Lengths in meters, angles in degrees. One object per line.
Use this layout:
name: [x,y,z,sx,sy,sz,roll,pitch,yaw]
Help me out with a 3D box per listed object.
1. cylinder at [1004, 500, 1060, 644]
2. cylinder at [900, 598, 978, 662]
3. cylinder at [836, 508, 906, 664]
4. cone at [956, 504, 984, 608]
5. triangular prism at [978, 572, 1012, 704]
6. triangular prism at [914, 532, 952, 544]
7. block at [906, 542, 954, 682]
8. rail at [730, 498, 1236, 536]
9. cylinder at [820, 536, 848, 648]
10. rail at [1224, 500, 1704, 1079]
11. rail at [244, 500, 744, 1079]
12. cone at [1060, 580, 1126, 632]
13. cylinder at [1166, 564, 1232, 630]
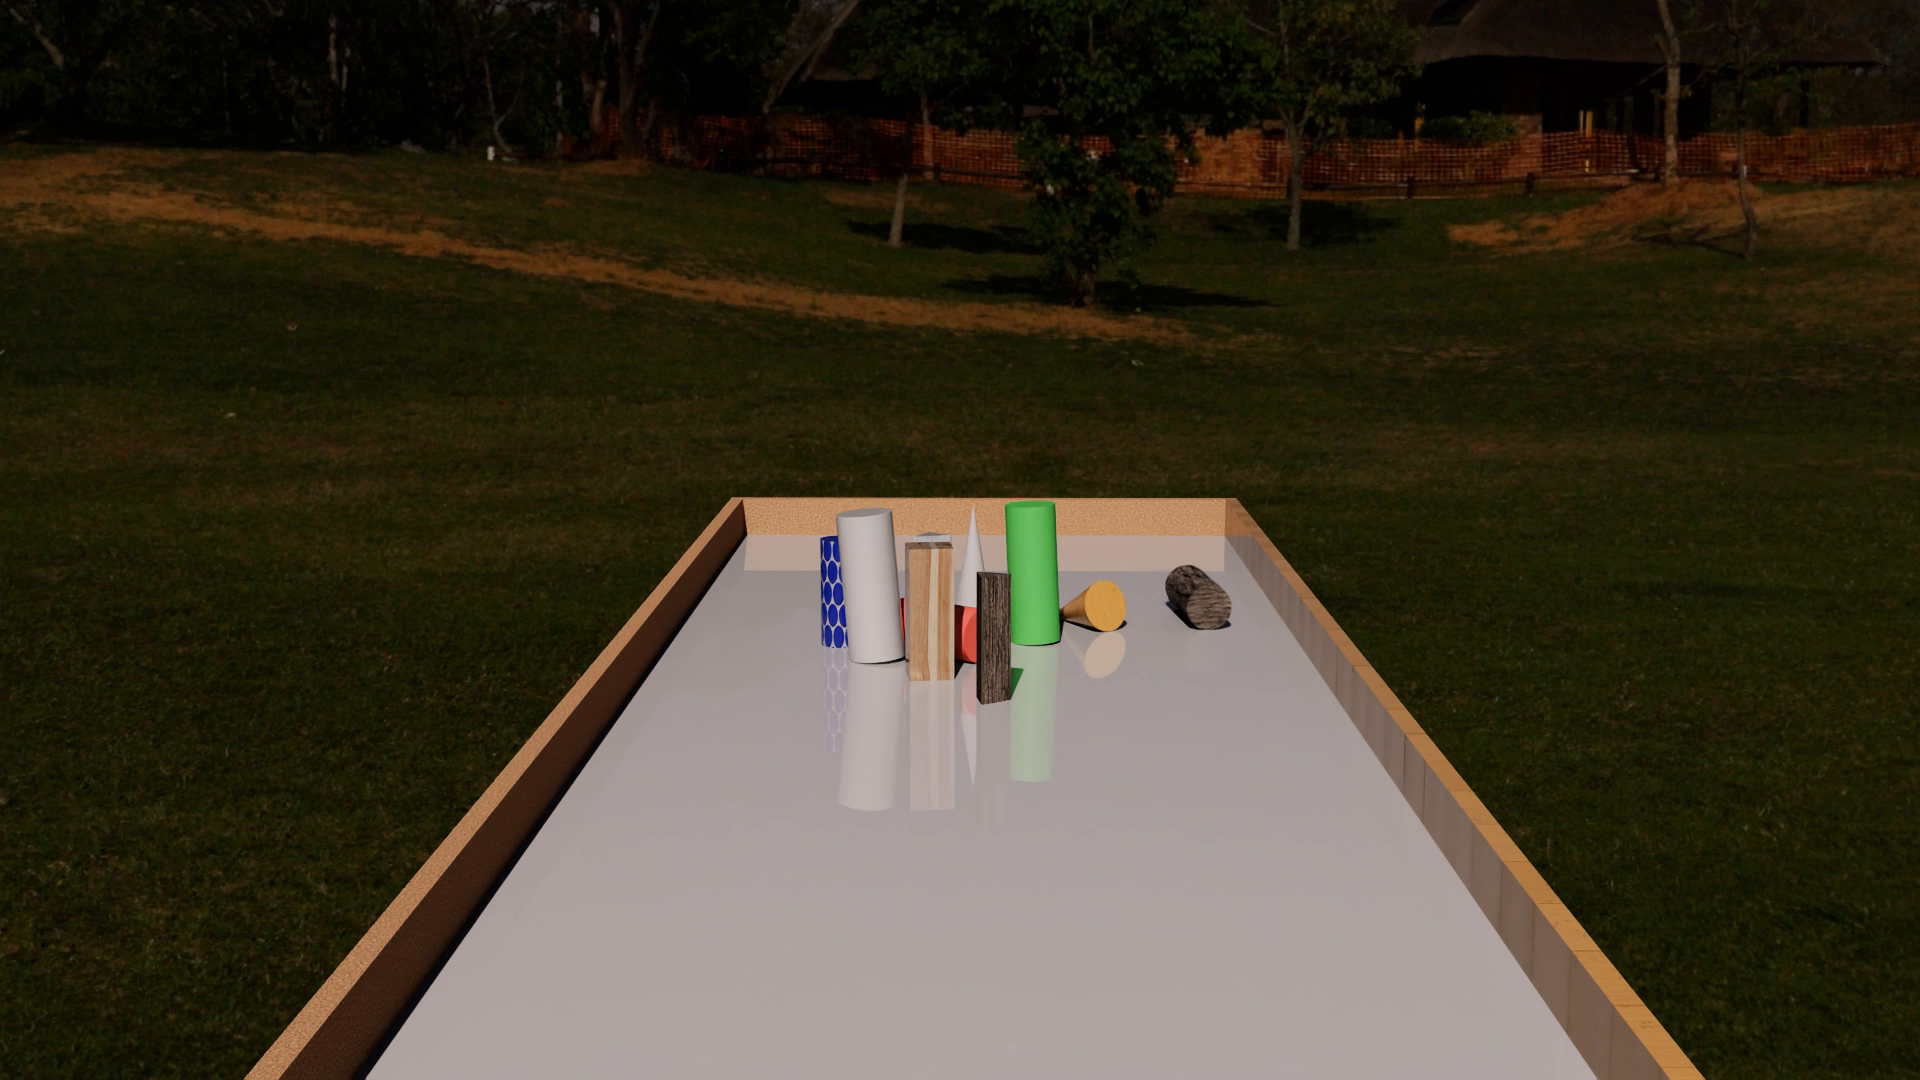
cylinder: [0.230,0.102,6.951,0.159,0.436,0.159,-3,9,0]
cylinder: [-0.054,0.275,6.749,0.312,0.165,0.165,8,12,40]
cylinder: [-0.271,0.137,6.679,0.172,0.446,0.172,-5,9,1]
cone: [0.041,0.110,6.860,0.155,0.456,0.155,0,9,0]
triangular prism: [0.075,0.271,6.154,0.102,0.359,0.088,-7,11,-37]
triangular prism: [-0.088,0.149,6.976,0.117,0.339,0.102,-3,8,-7]
block: [-0.089,0.208,6.452,0.130,0.389,0.130,-1,9,-7]
rail: [0.099,-0.098,9.147,2.100,0.150,0.050,0,9,1]
cylinder: [-0.374,0.162,6.916,0.129,0.336,0.129,0,9,0]
rail: [1.046,0.843,3.208,0.050,0.150,12.000,0,9,1]
rail: [-1.004,0.839,3.234,0.050,0.150,12.000,0,9,1]
cone: [0.389,0.235,7.264,0.168,0.168,0.302,-6,-5,-35]
cylinder: [0.793,0.189,7.343,0.148,0.148,0.394,-1,9,-5]
